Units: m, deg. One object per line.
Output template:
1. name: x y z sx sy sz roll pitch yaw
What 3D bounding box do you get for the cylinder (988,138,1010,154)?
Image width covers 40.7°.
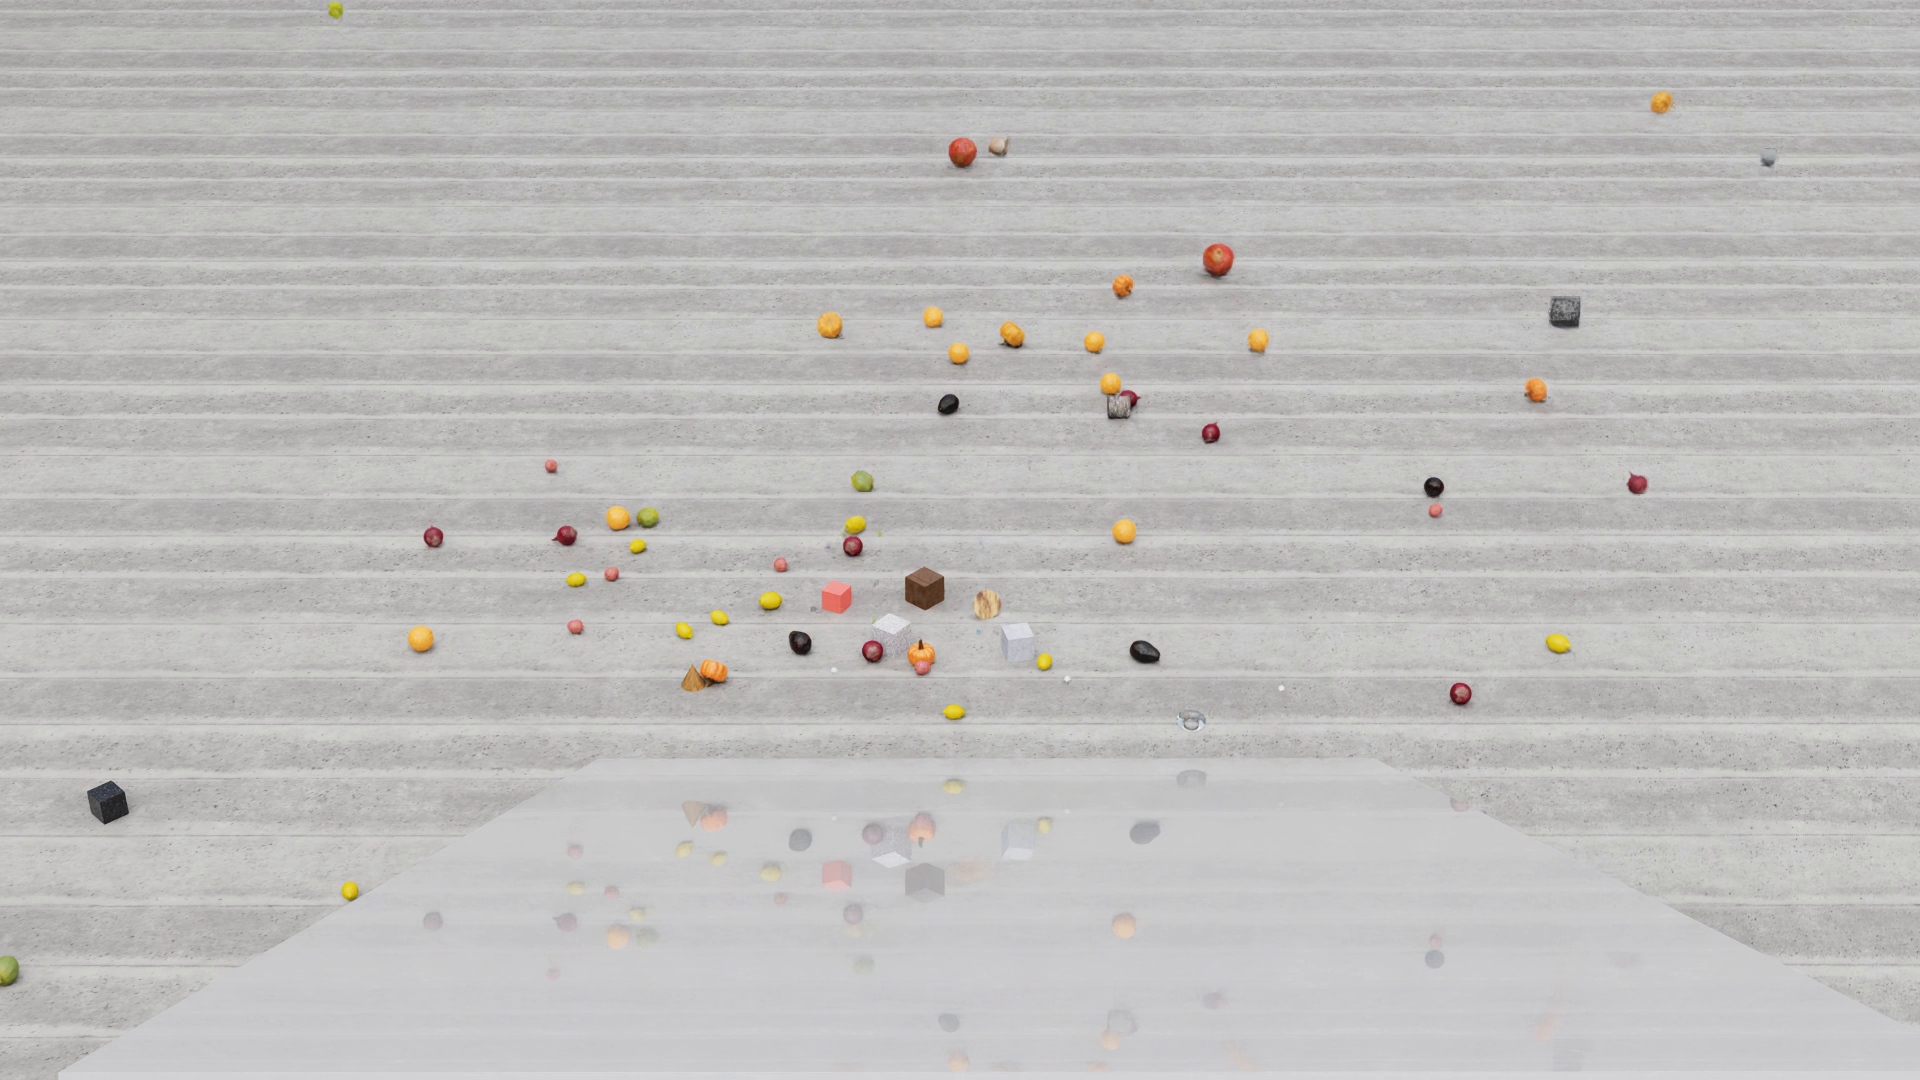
1. cylinder: 0.156 -1.586 10.423 0.065 0.065 0.065 0 27 30

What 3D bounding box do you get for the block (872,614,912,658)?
1. block: -0.192 0.269 7.262 0.080 0.080 0.080 21 36 31

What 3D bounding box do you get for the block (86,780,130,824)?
1. block: -2.170 0.668 6.594 0.069 0.069 0.069 -26 39 -37

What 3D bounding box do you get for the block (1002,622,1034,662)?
1. block: 0.161 0.286 7.236 0.075 0.075 0.075 -7 31 -12

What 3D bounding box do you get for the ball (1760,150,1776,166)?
1. ball: 3.223 -1.524 10.320 0.062 0.062 0.062 0 31 0

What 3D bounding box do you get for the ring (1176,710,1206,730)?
1. ring: 0.621 0.485 6.948 0.080 0.027 0.080 1 29 0

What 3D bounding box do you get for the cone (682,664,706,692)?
1. cone: -0.733 0.369 7.103 0.068 0.068 0.068 0 31 0

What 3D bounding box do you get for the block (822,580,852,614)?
1. block: -0.355 0.165 7.455 0.062 0.062 0.062 15 34 24

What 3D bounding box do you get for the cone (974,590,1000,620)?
1. cone: 0.063 0.183 7.447 0.085 0.085 0.085 -12 5 -20

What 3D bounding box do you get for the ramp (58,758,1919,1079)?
1. ramp: 0.068 0.606 4.672 2.000 0.100 4.000 0 0 0

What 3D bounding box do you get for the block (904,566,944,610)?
1. block: -0.102 0.140 7.479 0.080 0.080 0.080 25 39 36

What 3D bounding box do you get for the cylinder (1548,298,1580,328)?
1. cylinder: 2.114 -0.796 9.051 0.097 0.097 0.097 5 31 8
